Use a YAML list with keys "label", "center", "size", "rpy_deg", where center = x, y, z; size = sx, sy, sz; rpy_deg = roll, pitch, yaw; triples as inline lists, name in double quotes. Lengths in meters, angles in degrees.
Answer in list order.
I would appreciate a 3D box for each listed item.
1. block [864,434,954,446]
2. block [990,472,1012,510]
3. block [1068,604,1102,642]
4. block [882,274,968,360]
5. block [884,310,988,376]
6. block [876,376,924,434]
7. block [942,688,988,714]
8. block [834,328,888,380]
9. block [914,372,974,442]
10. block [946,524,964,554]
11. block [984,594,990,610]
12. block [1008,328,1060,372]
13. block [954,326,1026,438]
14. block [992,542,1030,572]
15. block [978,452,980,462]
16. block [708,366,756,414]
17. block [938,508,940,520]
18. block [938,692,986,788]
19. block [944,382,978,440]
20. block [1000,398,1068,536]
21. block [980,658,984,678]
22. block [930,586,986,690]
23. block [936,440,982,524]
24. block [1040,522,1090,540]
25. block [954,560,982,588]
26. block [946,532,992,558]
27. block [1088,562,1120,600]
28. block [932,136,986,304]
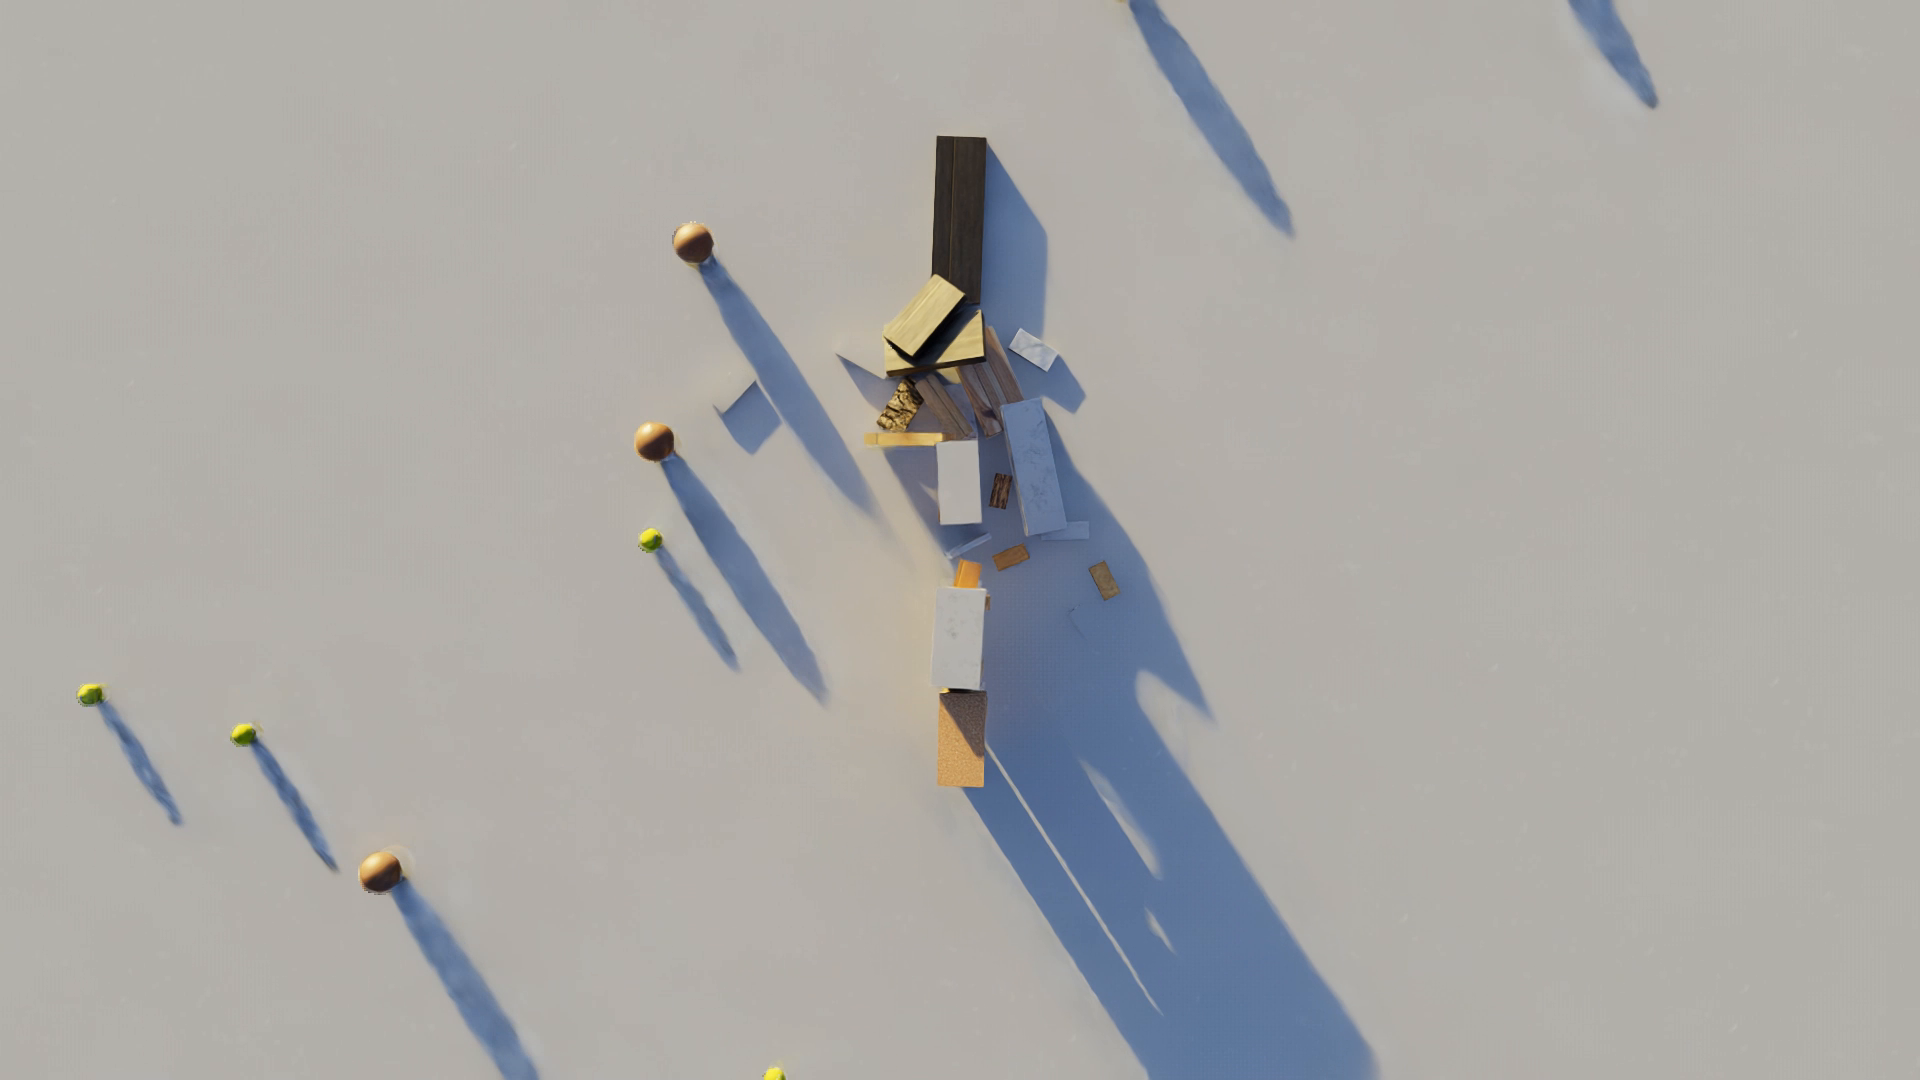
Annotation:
- label: "block"
  center: [-0.165, -0.328, 5.388]
  size: [0.268, 0.134, 0.038]
  rpy_deg: [1, 93, 17]
- label: "block"
  center: [0.135, -0.162, 5.492]
  size: [0.057, 0.016, 0.113]
  rpy_deg: [12, 90, 0]
- label: "block"
  center: [0.417, 0.277, 5.492]
  size: [0.060, 0.017, 0.120]
  rpy_deg: [-35, 90, 0]
- label: "block"
  center: [-0.113, -0.730, 5.400]
  size: [0.134, 0.038, 0.268]
  rpy_deg: [38, 86, 23]
- label: "block"
  center: [-0.082, -0.644, 5.409]
  size: [0.331, 0.047, 0.166]
  rpy_deg: [-7, 71, 13]
- label: "block"
  center: [-0.189, -0.444, 5.487]
  size: [0.094, 0.027, 0.188]
  rpy_deg: [32, 90, 0]
- label: "block"
  center: [0.013, 0.512, 5.200]
  size: [0.142, 0.284, 0.040]
  rpy_deg: [10, 96, -1]
- label: "block"
  center: [-0.311, -0.618, 5.487]
  size: [0.188, 0.027, 0.094]
  rpy_deg: [29, 90, 0]
- label: "block"
  center: [-0.053, -0.437, 5.462]
  size: [0.077, 0.022, 0.236]
  rpy_deg: [-35, 90, 0]
- label: "block"
  center: [-0.016, -0.007, 5.492]
  size: [0.057, 0.016, 0.113]
  rpy_deg: [-4, 90, 0]
- label: "block"
  center: [0.018, 0.194, 5.178]
  size: [0.152, 0.303, 0.043]
  rpy_deg: [0, 90, 0]
- label: "block"
  center: [0.245, -0.631, 5.489]
  size: [0.153, 0.022, 0.077]
  rpy_deg: [32, 90, 0]
- label: "block"
  center: [0.098, -0.524, 5.461]
  size: [0.166, 0.047, 0.331]
  rpy_deg: [-25, 90, -11]
- label: "block"
  center: [0.170, 0.057, 5.492]
  size: [0.113, 0.016, 0.057]
  rpy_deg: [-23, 90, 0]
- label: "block"
  center: [-0.004, -0.261, 5.369]
  size: [0.131, 0.261, 0.037]
  rpy_deg: [3, 88, 0]
- label: "block"
  center: [-0.762, -0.501, 5.489]
  size: [0.077, 0.022, 0.153]
  rpy_deg: [43, 90, 0]
- label: "block"
  center: [-0.003, -0.085, 5.369]
  size: [0.131, 0.261, 0.037]
  rpy_deg: [0, 91, 0]
- label: "block"
  center: [0.004, 0.609, 5.037]
  size: [0.142, 0.040, 0.283]
  rpy_deg: [1, 90, 0]
- label: "block"
  center: [-0.002, -0.426, 5.487]
  size: [0.094, 0.027, 0.188]
  rpy_deg: [-11, 90, 0]
- label: "block"
  center: [0.243, -0.242, 5.437]
  size: [0.134, 0.038, 0.437]
  rpy_deg: [-13, 94, -12]
- label: "block"
  center: [-0.004, 0.392, 5.183]
  size: [0.152, 0.315, 0.043]
  rpy_deg: [3, 90, 0]
- label: "block"
  center: [-0.007, 0.297, 5.004]
  size: [0.152, 0.043, 0.303]
  rpy_deg: [4, 90, 0]
- label: "block"
  center: [-0.003, -0.181, 5.220]
  size: [0.130, 0.037, 0.261]
  rpy_deg: [-3, 90, 0]
- label: "block"
  center: [0.348, -0.031, 5.492]
  size: [0.161, 0.017, 0.060]
  rpy_deg: [-2, 90, 0]
- label: "block"
  center: [0.018, 0.144, 5.340]
  size: [0.075, 0.021, 0.149]
  rpy_deg: [14, 90, 0]
- label: "block"
  center: [0.028, 0.018, 5.448]
  size: [0.149, 0.075, 0.021]
  rpy_deg: [-27, 95, -11]
- label: "block"
  center: [0.482, 0.136, 5.492]
  size: [0.060, 0.017, 0.120]
  rpy_deg: [-27, 90, 0]
- label: "block"
  center: [-0.005, -1.062, 5.477]
  size: [0.166, 0.047, 0.546]
  rpy_deg: [2, 90, 0]
